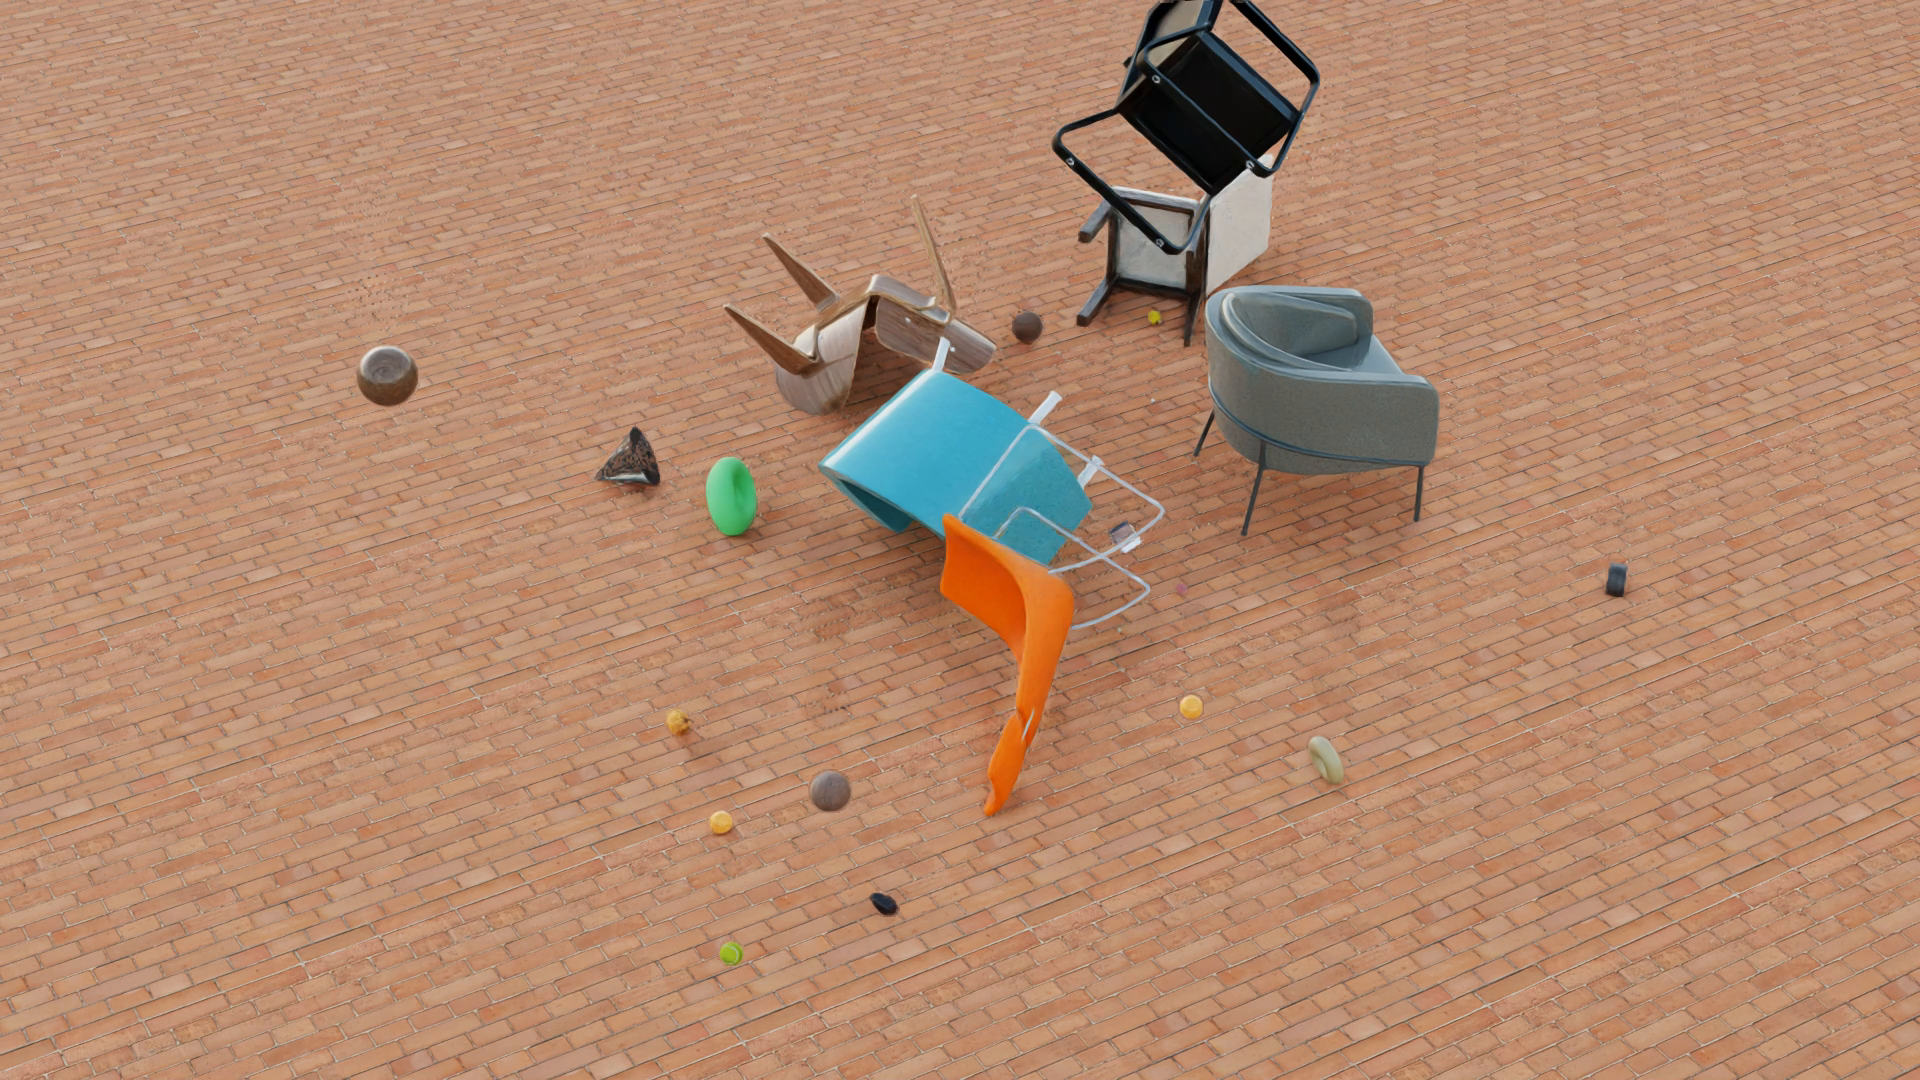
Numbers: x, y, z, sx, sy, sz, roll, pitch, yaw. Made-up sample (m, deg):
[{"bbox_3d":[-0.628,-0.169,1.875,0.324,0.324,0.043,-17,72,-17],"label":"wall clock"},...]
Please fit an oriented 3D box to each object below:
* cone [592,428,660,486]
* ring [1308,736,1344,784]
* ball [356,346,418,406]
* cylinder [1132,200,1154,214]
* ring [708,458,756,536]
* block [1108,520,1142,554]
[{"bbox_3d":[-1.311,-0.277,11.272,0.231,0.242,0.211,-22,-14,14],"label":"cone"},{"bbox_3d":[1.211,0.727,9.699,0.057,0.176,0.156,-28,12,-11],"label":"ring"},{"bbox_3d":[-2.249,-0.646,11.521,0.240,0.240,0.240,0,33,0],"label":"ball"},{"bbox_3d":[0.821,-1.496,13.170,0.087,0.049,0.057,-13,25,-19],"label":"cylinder"},{"bbox_3d":[-0.856,-0.165,11.004,0.116,0.211,0.343,-27,48,26],"label":"ring"},{"bbox_3d":[0.571,-0.011,10.124,0.072,0.064,0.077,-33,66,10],"label":"block"}]
